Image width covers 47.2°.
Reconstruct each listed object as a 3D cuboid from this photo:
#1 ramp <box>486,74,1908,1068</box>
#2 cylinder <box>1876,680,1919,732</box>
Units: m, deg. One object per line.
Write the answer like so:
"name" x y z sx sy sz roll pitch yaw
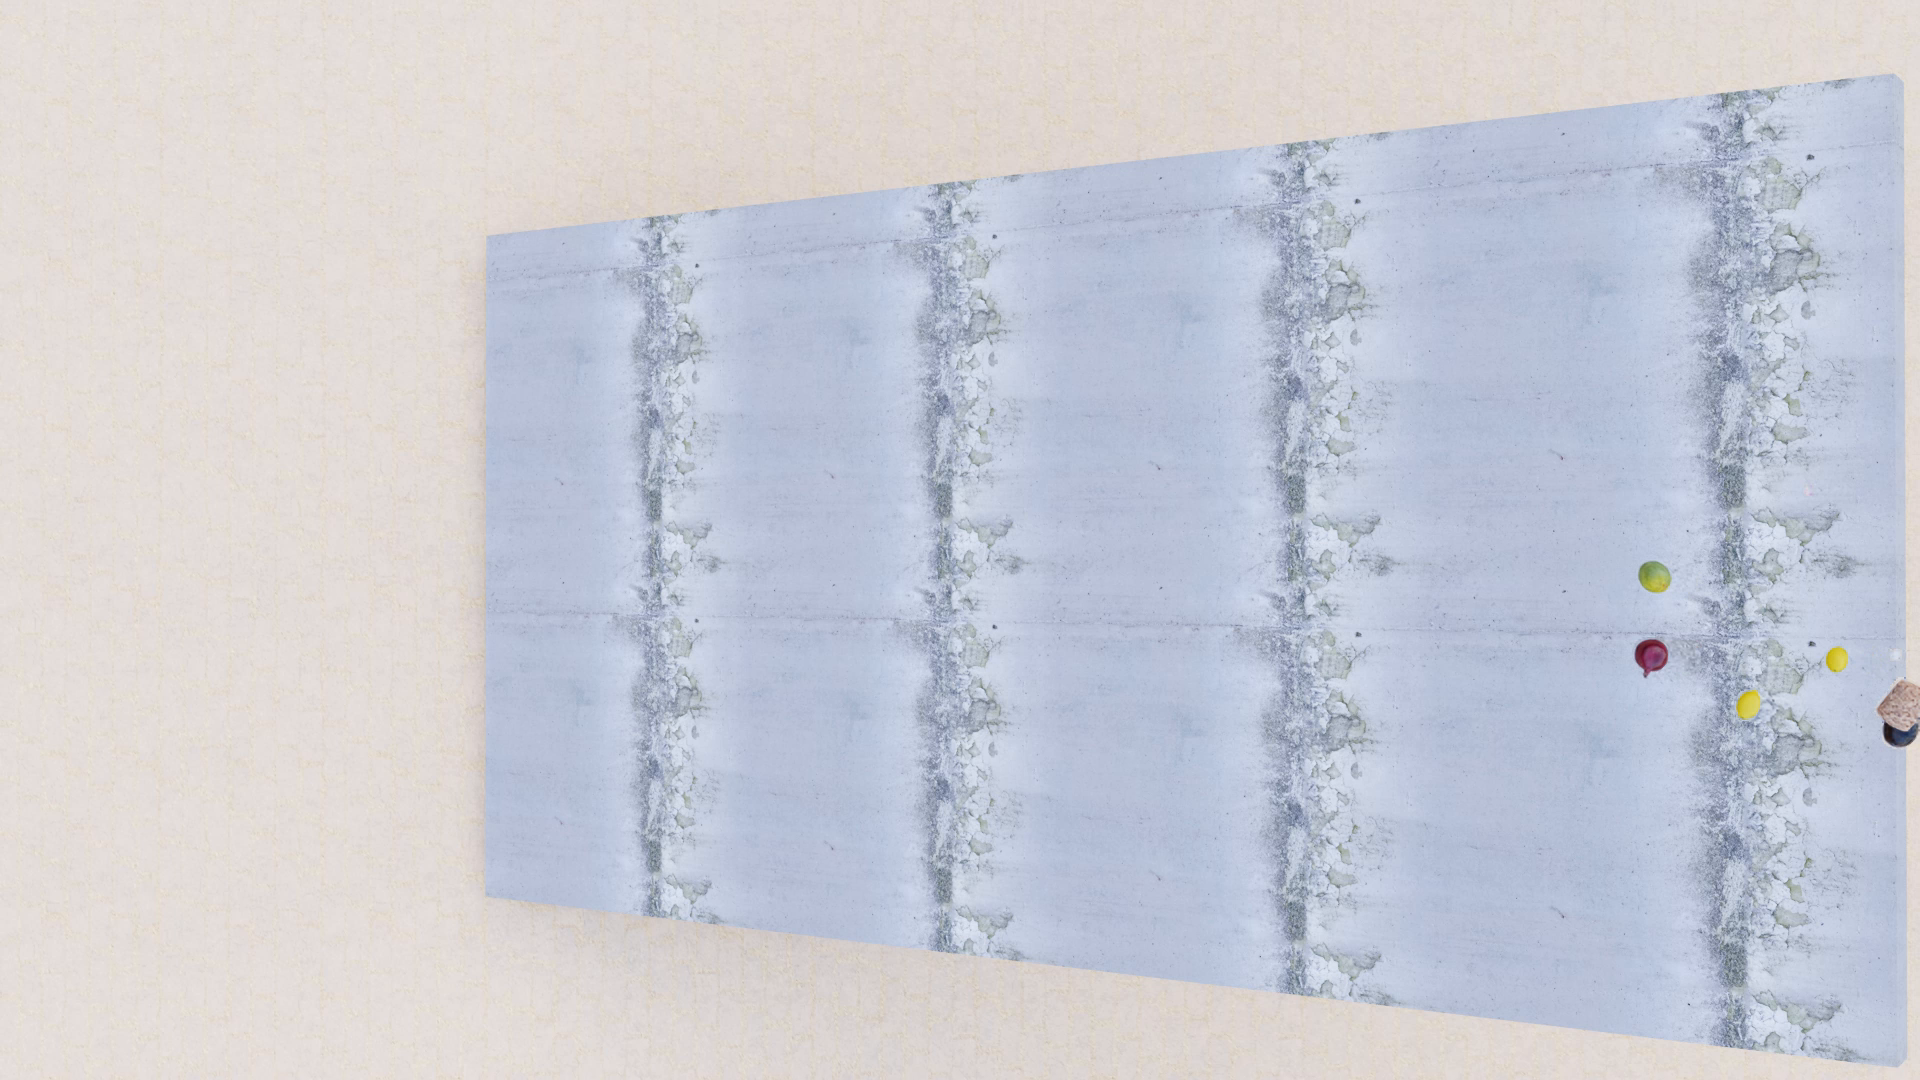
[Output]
"ramp" 0.251 0.069 5.581 4.000 0.100 2.000 0 89 34
"cylinder" 1.521 0.267 3.544 0.059 0.059 0.059 27 120 0
